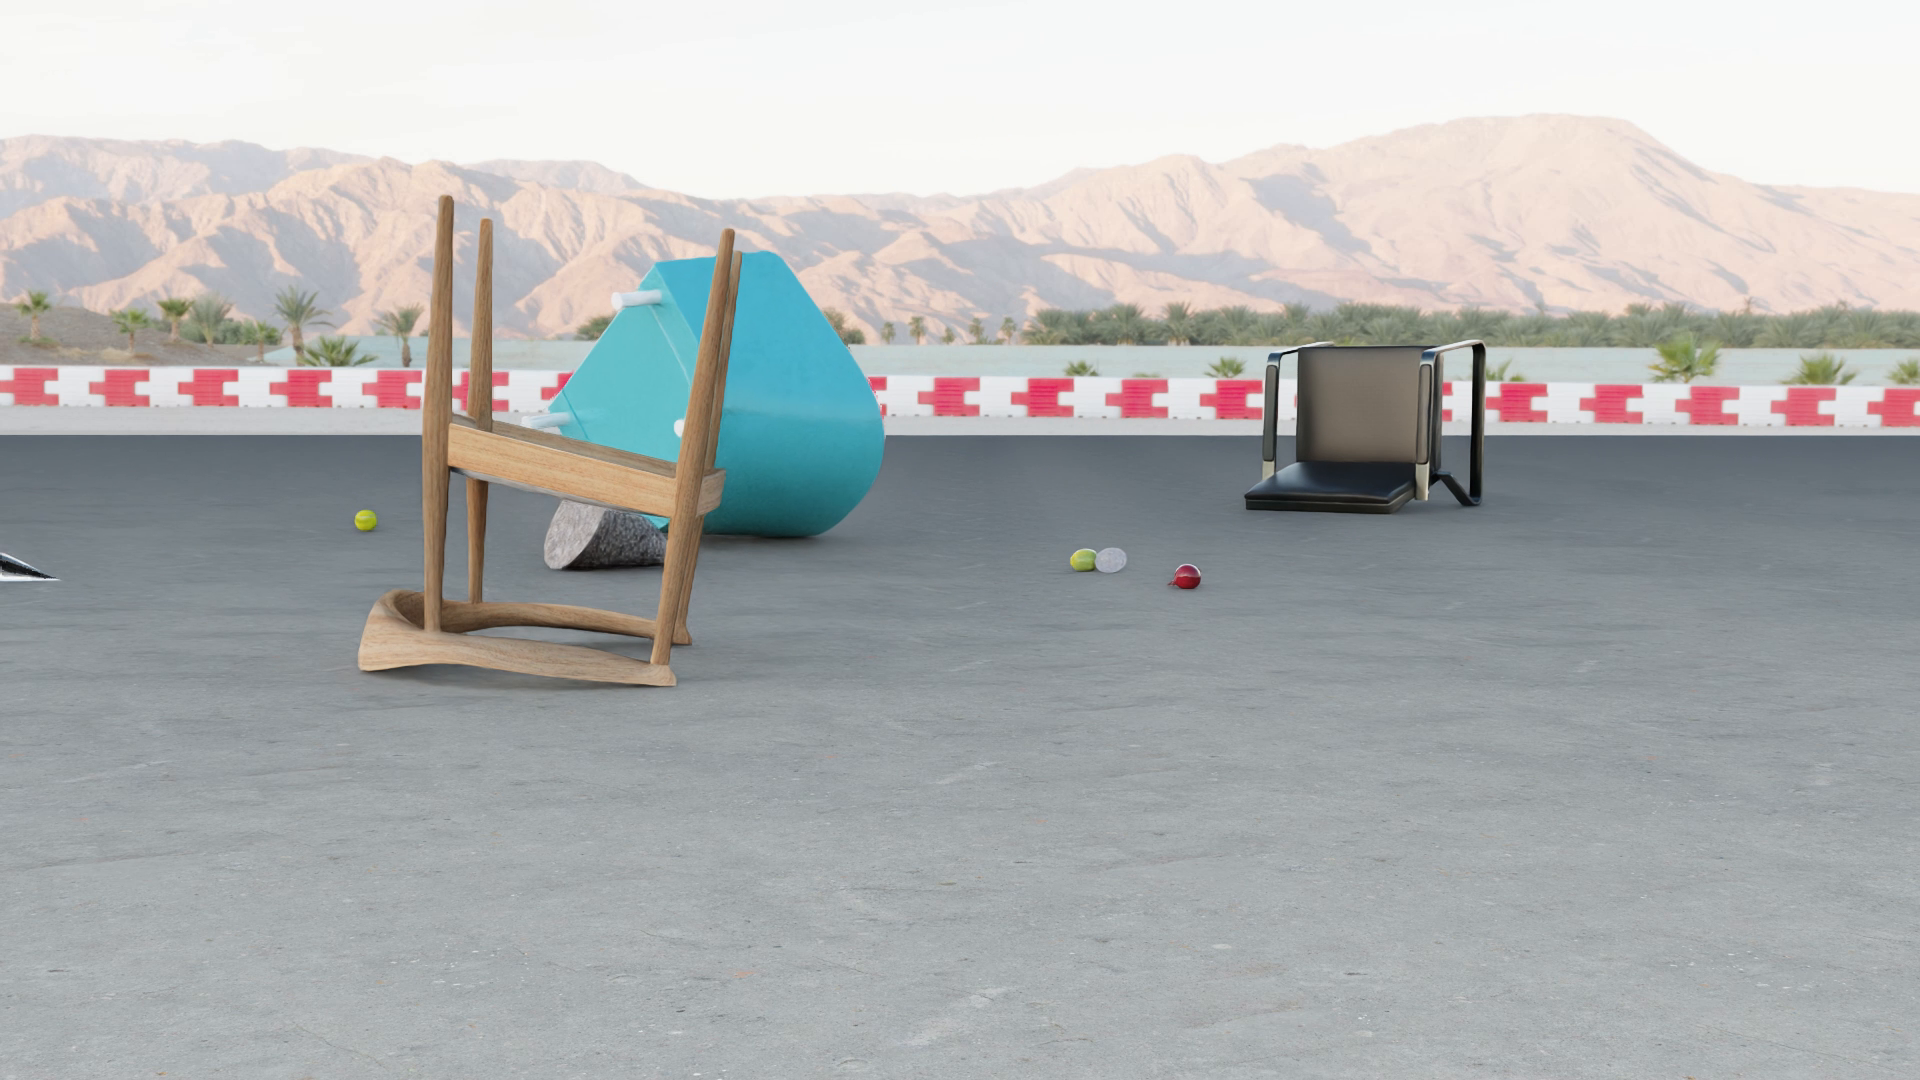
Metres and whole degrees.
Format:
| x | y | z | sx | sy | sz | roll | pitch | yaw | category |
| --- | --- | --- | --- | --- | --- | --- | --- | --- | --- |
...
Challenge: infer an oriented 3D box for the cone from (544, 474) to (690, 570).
| x | y | z | sx | sy | sz | roll | pitch | yaw | category |
| --- | --- | --- | --- | --- | --- | --- | --- | --- | --- |
| -0.825 | 0.007 | 5.561 | 0.341 | 0.229 | 0.300 | 22 | -45 | -34 | cone |

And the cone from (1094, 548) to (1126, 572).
| x | y | z | sx | sy | sz | roll | pitch | yaw | category |
| --- | --- | --- | --- | --- | --- | --- | --- | --- | --- |
| 0.379 | 0.063 | 5.415 | 0.080 | 0.067 | 0.063 | -6 | -27 | 16 | cone |

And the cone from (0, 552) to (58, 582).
| x | y | z | sx | sy | sz | roll | pitch | yaw | category |
| --- | --- | --- | --- | --- | --- | --- | --- | --- | --- |
| -2.213 | 0.069 | 5.116 | 0.228 | 0.095 | 0.193 | 15 | -30 | -34 | cone |
